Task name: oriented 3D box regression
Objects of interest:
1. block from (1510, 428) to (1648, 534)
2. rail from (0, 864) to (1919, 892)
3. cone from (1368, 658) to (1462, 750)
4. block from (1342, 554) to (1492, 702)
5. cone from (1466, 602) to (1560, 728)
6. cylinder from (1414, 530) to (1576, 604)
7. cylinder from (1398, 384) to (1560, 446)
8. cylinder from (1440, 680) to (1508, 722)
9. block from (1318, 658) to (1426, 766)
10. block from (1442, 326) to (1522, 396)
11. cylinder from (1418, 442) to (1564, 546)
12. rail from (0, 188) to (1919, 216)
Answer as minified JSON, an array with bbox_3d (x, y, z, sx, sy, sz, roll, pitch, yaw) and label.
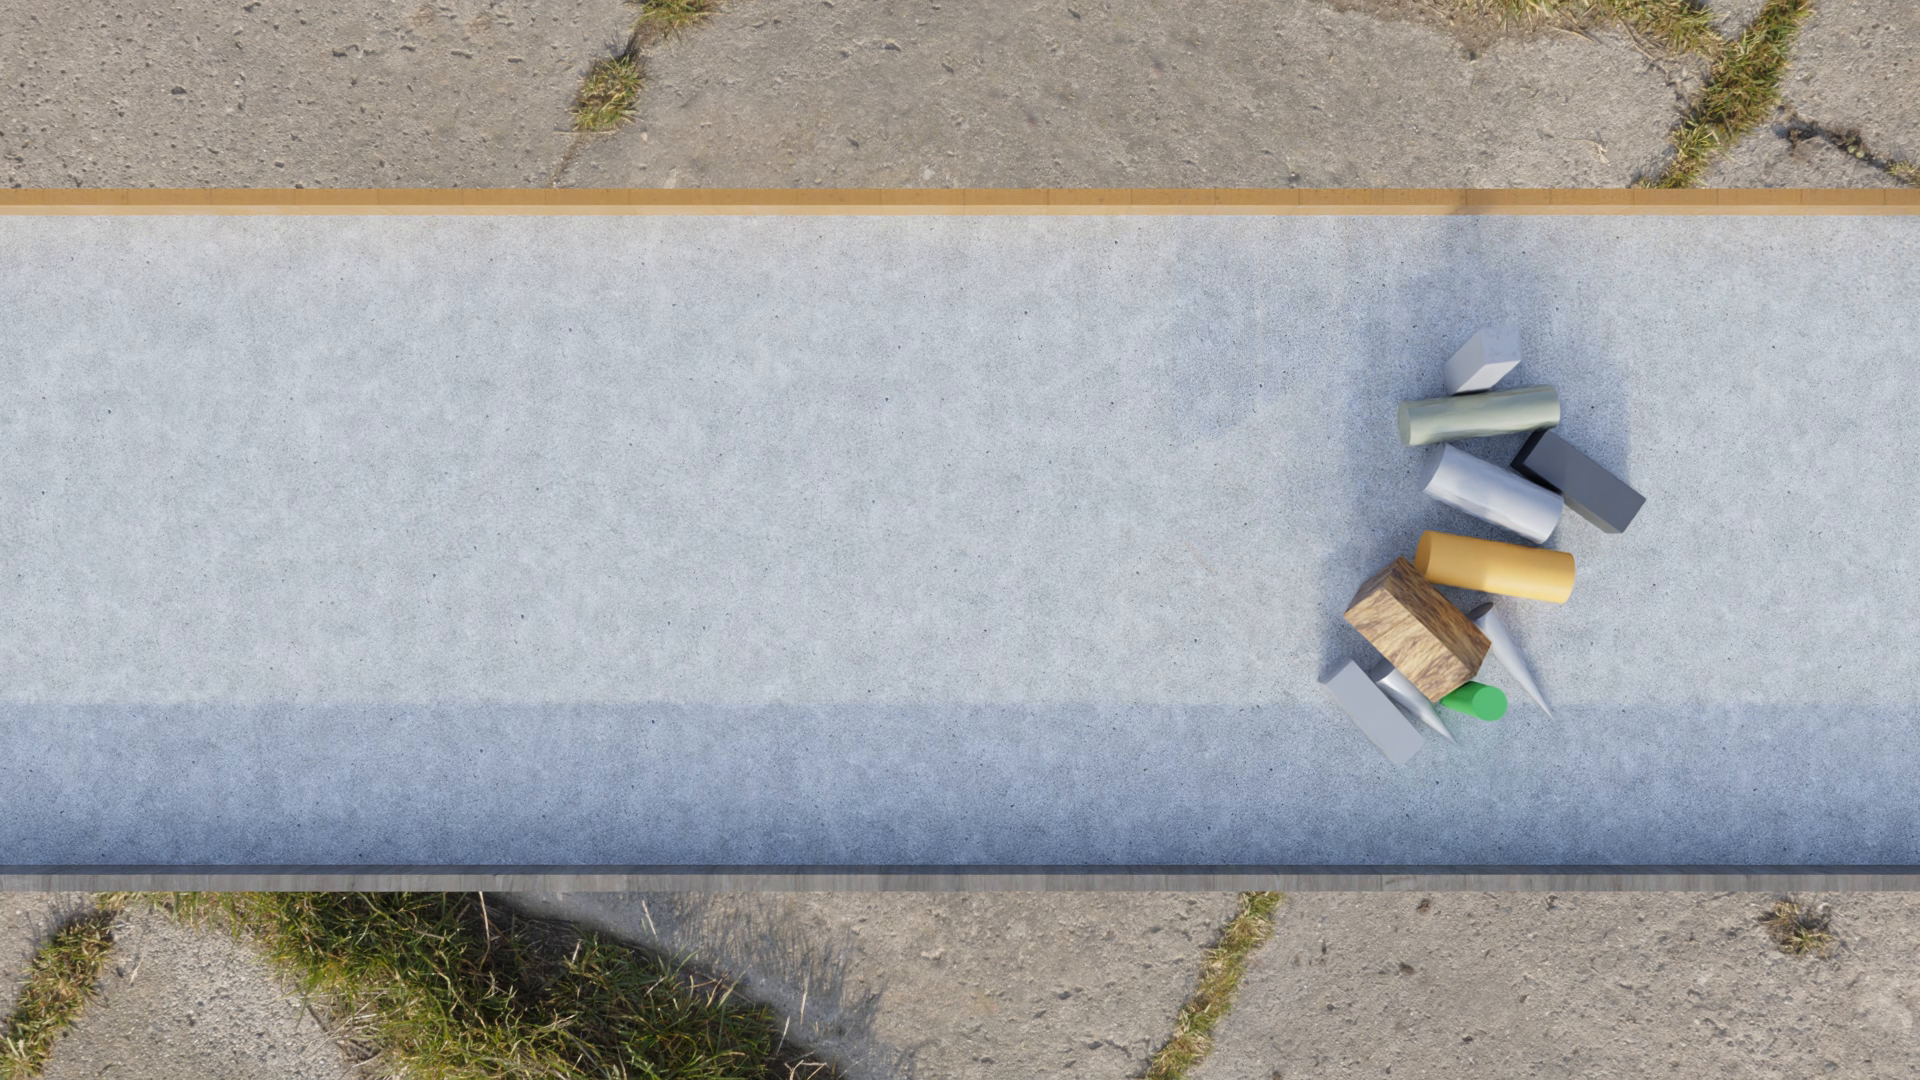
[{"bbox_3d":[1.877,-0.177,5.013,0.365,0.128,0.128,35,90,0],"label":"block"},{"bbox_3d":[-2.247,1.025,5.001,12.000,0.150,0.050,0,90,0],"label":"rail"},{"bbox_3d":[1.417,0.517,5.046,0.122,0.122,0.365,-45,99,0],"label":"cone"},{"bbox_3d":[1.372,0.267,4.949,0.379,0.180,0.180,44,45,0],"label":"block"},{"bbox_3d":[1.713,0.398,5.051,0.102,0.102,0.448,-36,97,0],"label":"cone"},{"bbox_3d":[1.618,0.082,4.998,0.436,0.157,0.157,9,90,0],"label":"cylinder"},{"bbox_3d":[1.573,-0.379,5.009,0.451,0.136,0.136,-7,90,0],"label":"cylinder"},{"bbox_3d":[1.519,0.469,4.900,0.101,0.352,0.101,0,90,0],"label":"cylinder"},{"bbox_3d":[1.253,0.523,5.021,0.111,0.111,0.334,-42,90,0],"label":"block"},{"bbox_3d":[1.537,-0.521,4.874,0.104,0.394,0.104,-7,80,0],"label":"block"},{"bbox_3d":[1.604,-0.141,4.993,0.389,0.167,0.167,24,90,0],"label":"cylinder"},{"bbox_3d":[-2.247,-1.025,5.002,12.000,0.150,0.050,0,90,0],"label":"rail"}]
